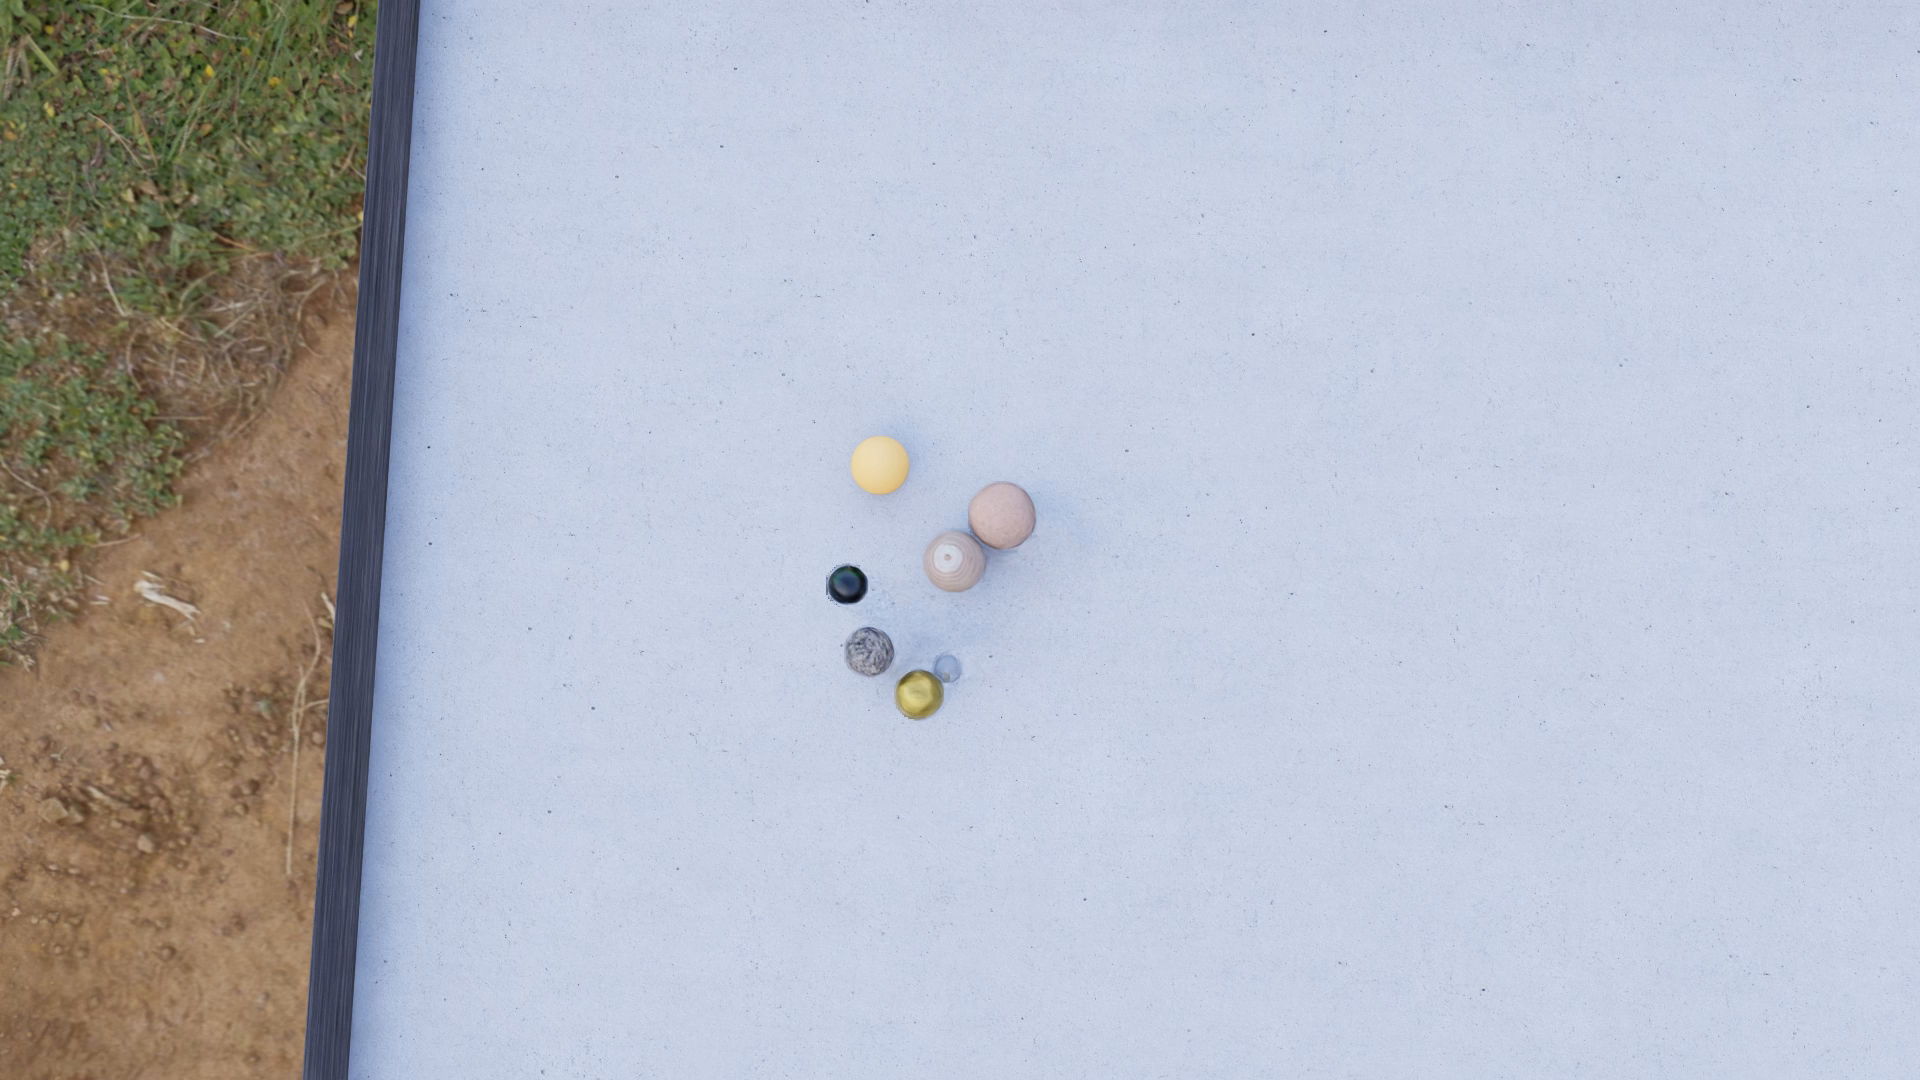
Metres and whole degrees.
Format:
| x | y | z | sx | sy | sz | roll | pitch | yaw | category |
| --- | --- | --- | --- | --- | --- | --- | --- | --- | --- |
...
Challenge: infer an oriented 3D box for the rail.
| x | y | z | sx | sy | sz | roll | pitch | yaw | category |
| --- | --- | --- | --- | --- | --- | --- | --- | --- | --- |
| -0.875 | -0.023 | 3.256 | 0.045 | 0.130 | 2.021 | 1 | 80 | 0 | rail |

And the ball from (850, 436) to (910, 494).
| x | y | z | sx | sy | sz | roll | pitch | yaw | category |
| --- | --- | --- | --- | --- | --- | --- | --- | --- | --- |
| -0.120 | -0.112 | 3.293 | 0.089 | 0.089 | 0.089 | 0 | 80 | 0 | ball |

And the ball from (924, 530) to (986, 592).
| x | y | z | sx | sy | sz | roll | pitch | yaw | category |
| --- | --- | --- | --- | --- | --- | --- | --- | --- | --- |
| -0.008 | 0.032 | 3.266 | 0.092 | 0.092 | 0.092 | 0 | 80 | 0 | ball |

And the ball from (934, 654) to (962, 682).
| x | y | z | sx | sy | sz | roll | pitch | yaw | category |
| --- | --- | --- | --- | --- | --- | --- | --- | --- | --- |
| -0.017 | 0.191 | 3.264 | 0.042 | 0.042 | 0.042 | 0 | 80 | 0 | ball |

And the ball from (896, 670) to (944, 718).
| x | y | z | sx | sy | sz | roll | pitch | yaw | category |
| --- | --- | --- | --- | --- | --- | --- | --- | --- | --- |
| -0.059 | 0.227 | 3.242 | 0.072 | 0.072 | 0.072 | 0 | 80 | 0 | ball |

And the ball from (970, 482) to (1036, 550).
| x | y | z | sx | sy | sz | roll | pitch | yaw | category |
| --- | --- | --- | --- | --- | --- | --- | --- | --- | --- |
| 0.064 | -0.036 | 3.274 | 0.100 | 0.100 | 0.100 | 0 | 80 | 0 | ball |

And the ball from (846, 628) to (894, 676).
| x | y | z | sx | sy | sz | roll | pitch | yaw | category |
| --- | --- | --- | --- | --- | --- | --- | --- | --- | --- |
| -0.134 | 0.165 | 3.253 | 0.072 | 0.072 | 0.072 | 0 | 80 | 0 | ball |

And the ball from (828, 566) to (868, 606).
| x | y | z | sx | sy | sz | roll | pitch | yaw | category |
| --- | --- | --- | --- | --- | --- | --- | --- | --- | --- |
| -0.167 | 0.068 | 3.276 | 0.060 | 0.060 | 0.060 | 0 | 80 | 0 | ball |
